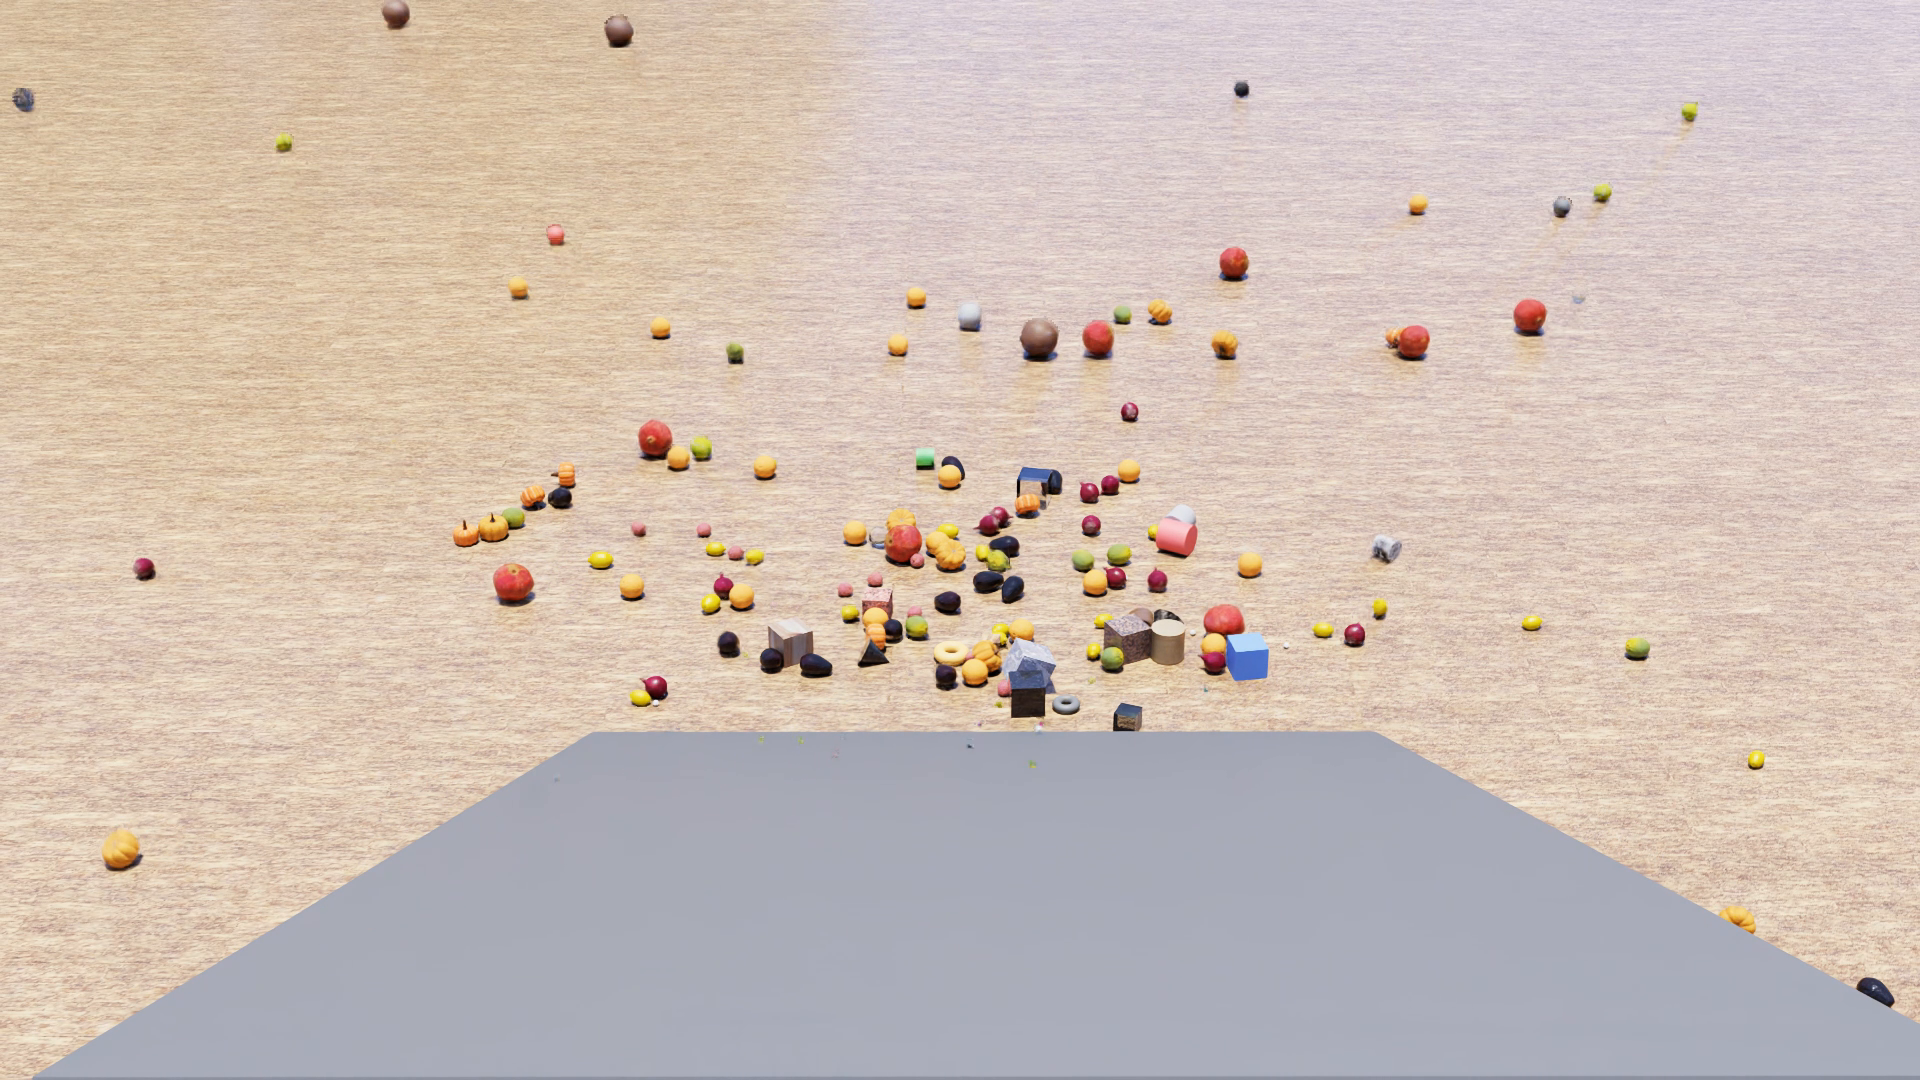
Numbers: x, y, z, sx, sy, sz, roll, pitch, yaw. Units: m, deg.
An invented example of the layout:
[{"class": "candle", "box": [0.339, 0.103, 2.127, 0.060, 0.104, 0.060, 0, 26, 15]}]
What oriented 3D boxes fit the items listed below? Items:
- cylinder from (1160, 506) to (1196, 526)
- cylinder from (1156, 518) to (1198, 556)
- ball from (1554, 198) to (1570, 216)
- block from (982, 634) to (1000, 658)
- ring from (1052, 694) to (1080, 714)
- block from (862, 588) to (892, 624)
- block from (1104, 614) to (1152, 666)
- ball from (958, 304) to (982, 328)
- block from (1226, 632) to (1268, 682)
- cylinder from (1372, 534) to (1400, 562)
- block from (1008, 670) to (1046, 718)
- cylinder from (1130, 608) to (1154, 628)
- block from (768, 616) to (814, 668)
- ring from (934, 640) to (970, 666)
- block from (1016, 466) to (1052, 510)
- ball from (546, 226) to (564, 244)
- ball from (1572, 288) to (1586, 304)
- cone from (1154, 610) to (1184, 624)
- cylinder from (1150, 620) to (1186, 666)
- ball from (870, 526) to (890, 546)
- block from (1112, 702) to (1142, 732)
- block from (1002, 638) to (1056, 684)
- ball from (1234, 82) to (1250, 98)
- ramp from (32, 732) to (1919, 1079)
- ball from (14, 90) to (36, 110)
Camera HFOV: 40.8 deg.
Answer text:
[{"class": "cylinder", "box": [0.653, -0.052, 7.730, 0.082, 0.082, 0.082, 16, 25, 27]}, {"class": "cylinder", "box": [0.641, -0.010, 7.640, 0.093, 0.093, 0.093, 15, 31, 26]}, {"class": "ball", "box": [2.356, -1.303, 10.111, 0.068, 0.068, 0.068, 0, 28, 0]}, {"class": "block", "box": [0.086, 0.292, 7.113, 0.051, 0.051, 0.051, 2, 28, 4]}, {"class": "ring", "box": [0.282, 0.437, 6.868, 0.075, 0.025, 0.075, -1, 29, 0]}, {"class": "block", "box": [-0.233, 0.186, 7.288, 0.075, 0.075, 0.075, 3, 28, 6]}, {"class": "block", "box": [0.460, 0.274, 7.101, 0.094, 0.094, 0.094, -14, 31, -25]}, {"class": "ball", "box": [0.034, -0.791, 9.120, 0.090, 0.090, 0.090, 0, 28, 0]}, {"class": "block", "box": [0.780, 0.317, 7.022, 0.091, 0.091, 0.091, -5, 28, -9]}, {"class": "cylinder", "box": [1.255, 0.024, 7.609, 0.062, 0.062, 0.062, 23, 36, 36]}, {"class": "block", "box": [0.177, 0.409, 6.850, 0.090, 0.090, 0.090, -2, 28, -4]}, {"class": "cylinder", "box": [0.503, 0.237, 7.194, 0.073, 0.073, 0.073, 1, 28, 3]}, {"class": "block", "box": [-0.464, 0.281, 7.091, 0.091, 0.091, 0.091, -16, 32, -27]}, {"class": "ring", "box": [-0.024, 0.310, 7.098, 0.100, 0.033, 0.100, 1, 29, -1]}, {"class": "block", "box": [0.228, -0.158, 7.920, 0.093, 0.093, 0.093, 6, 28, 11]}, {"class": "ball", "box": [-1.540, -1.162, 9.847, 0.067, 0.067, 0.067, 0, 28, 0]}, {"class": "ball", "box": [2.239, -0.881, 9.332, 0.051, 0.051, 0.051, 0, 28, 0]}, {"class": "cone", "box": [0.562, 0.260, 7.182, 0.096, 0.096, 0.096, 15, 58, 27]}, {"class": "cylinder", "box": [0.570, 0.281, 7.089, 0.093, 0.093, 0.093, 0, 28, 0]}, {"class": "ball", "box": [-0.239, -0.011, 7.676, 0.060, 0.060, 0.060, 0, 28, 0]}, {"class": "block", "box": [0.439, 0.471, 6.765, 0.060, 0.060, 0.060, 11, 30, 20]}, {"class": "block", "box": [0.185, 0.339, 6.940, 0.098, 0.098, 0.098, 17, 22, -20]}, {"class": "ball", "box": [1.244, -1.989, 11.409, 0.068, 0.068, 0.068, 0, 28, 0]}, {"class": "ramp", "box": [0.063, 0.565, 4.605, 2.000, 0.100, 4.000, 0, 1, 0]}, {"class": "ball", "box": [-4.075, -1.917, 11.249, 0.090, 0.090, 0.090, 0, 28, 0]}]
